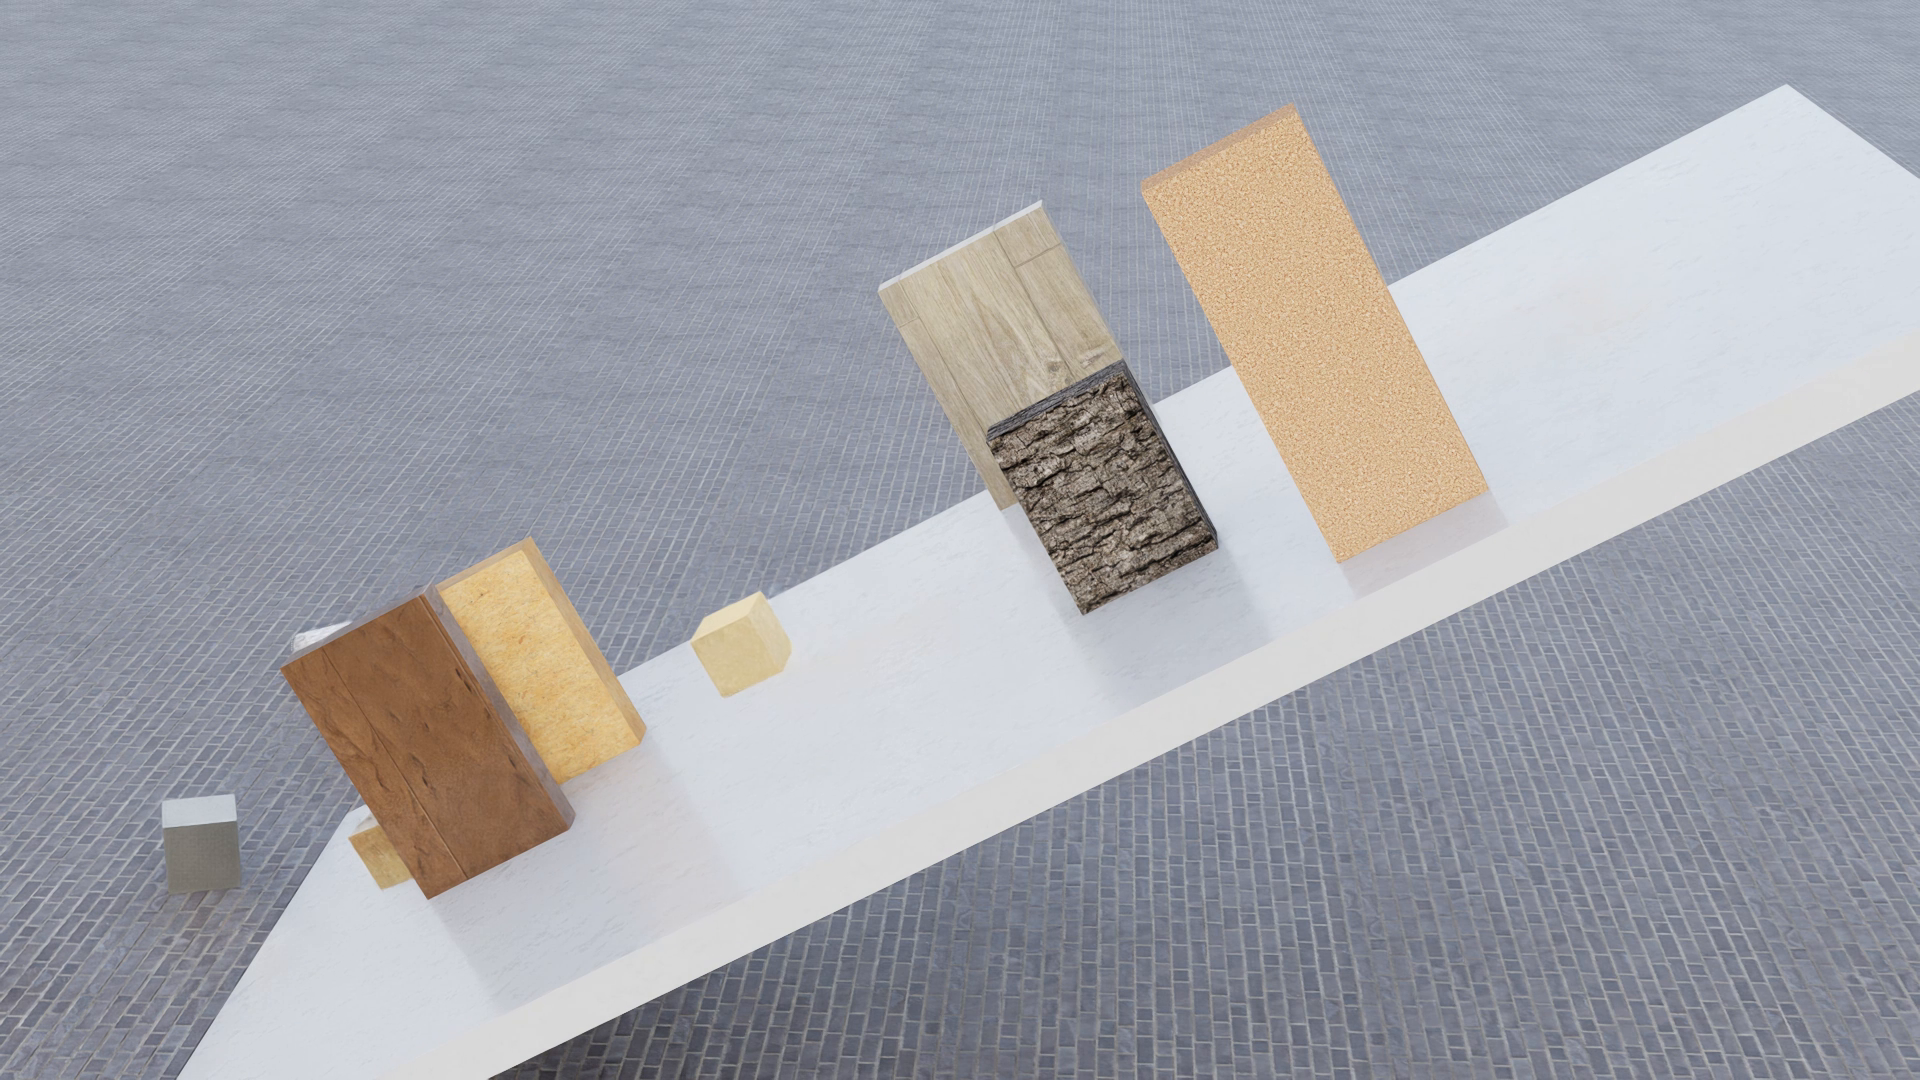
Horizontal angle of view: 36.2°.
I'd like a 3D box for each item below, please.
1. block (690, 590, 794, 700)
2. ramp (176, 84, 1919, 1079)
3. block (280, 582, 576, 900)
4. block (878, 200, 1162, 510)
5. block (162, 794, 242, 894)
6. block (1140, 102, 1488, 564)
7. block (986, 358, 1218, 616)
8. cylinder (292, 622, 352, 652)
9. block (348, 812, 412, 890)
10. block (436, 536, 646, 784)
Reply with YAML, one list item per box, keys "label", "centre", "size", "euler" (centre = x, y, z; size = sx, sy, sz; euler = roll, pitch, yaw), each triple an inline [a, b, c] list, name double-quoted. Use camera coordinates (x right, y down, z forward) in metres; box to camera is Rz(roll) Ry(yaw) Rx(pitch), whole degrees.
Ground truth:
- label: "block"
  centre: [-0.500, 0.241, 6.762]
  size: [0.156, 0.156, 0.156]
  euler: [-25, 15, 16]
- label: "ramp"
  centre: [0.141, 0.167, 6.282]
  size: [4.000, 0.100, 2.000]
  euler: [-27, 14, 11]
- label: "block"
  centre: [-1.156, 0.442, 6.415]
  size: [0.368, 0.612, 0.083]
  euler: [-27, 14, 11]
- label: "block"
  centre: [0.143, -0.430, 6.914]
  size: [0.432, 0.602, 0.081]
  euler: [-27, 14, 11]
- label: "block"
  centre: [-1.910, 0.765, 7.410]
  size: [0.180, 0.180, 0.180]
  euler: [-5, 18, -15]
- label: "block"
  centre: [0.645, -0.370, 5.339]
  size: [0.306, 0.782, 0.110]
  euler: [-27, 14, 11]
- label: "block"
  centre: [0.286, -0.105, 5.894]
  size: [0.306, 0.409, 0.115]
  euler: [-27, 14, 11]
- label: "cylinder"
  centre: [-1.878, 0.339, 8.768]
  size: [0.160, 0.160, 0.160]
  euler: [-15, 23, -35]
- label: "block"
  centre: [-1.280, 0.686, 6.763]
  size: [0.149, 0.149, 0.149]
  euler: [-23, 16, 25]
- label: "block"
  centre: [-0.978, 0.290, 6.764]
  size: [0.274, 0.529, 0.105]
  euler: [-27, 14, 11]
